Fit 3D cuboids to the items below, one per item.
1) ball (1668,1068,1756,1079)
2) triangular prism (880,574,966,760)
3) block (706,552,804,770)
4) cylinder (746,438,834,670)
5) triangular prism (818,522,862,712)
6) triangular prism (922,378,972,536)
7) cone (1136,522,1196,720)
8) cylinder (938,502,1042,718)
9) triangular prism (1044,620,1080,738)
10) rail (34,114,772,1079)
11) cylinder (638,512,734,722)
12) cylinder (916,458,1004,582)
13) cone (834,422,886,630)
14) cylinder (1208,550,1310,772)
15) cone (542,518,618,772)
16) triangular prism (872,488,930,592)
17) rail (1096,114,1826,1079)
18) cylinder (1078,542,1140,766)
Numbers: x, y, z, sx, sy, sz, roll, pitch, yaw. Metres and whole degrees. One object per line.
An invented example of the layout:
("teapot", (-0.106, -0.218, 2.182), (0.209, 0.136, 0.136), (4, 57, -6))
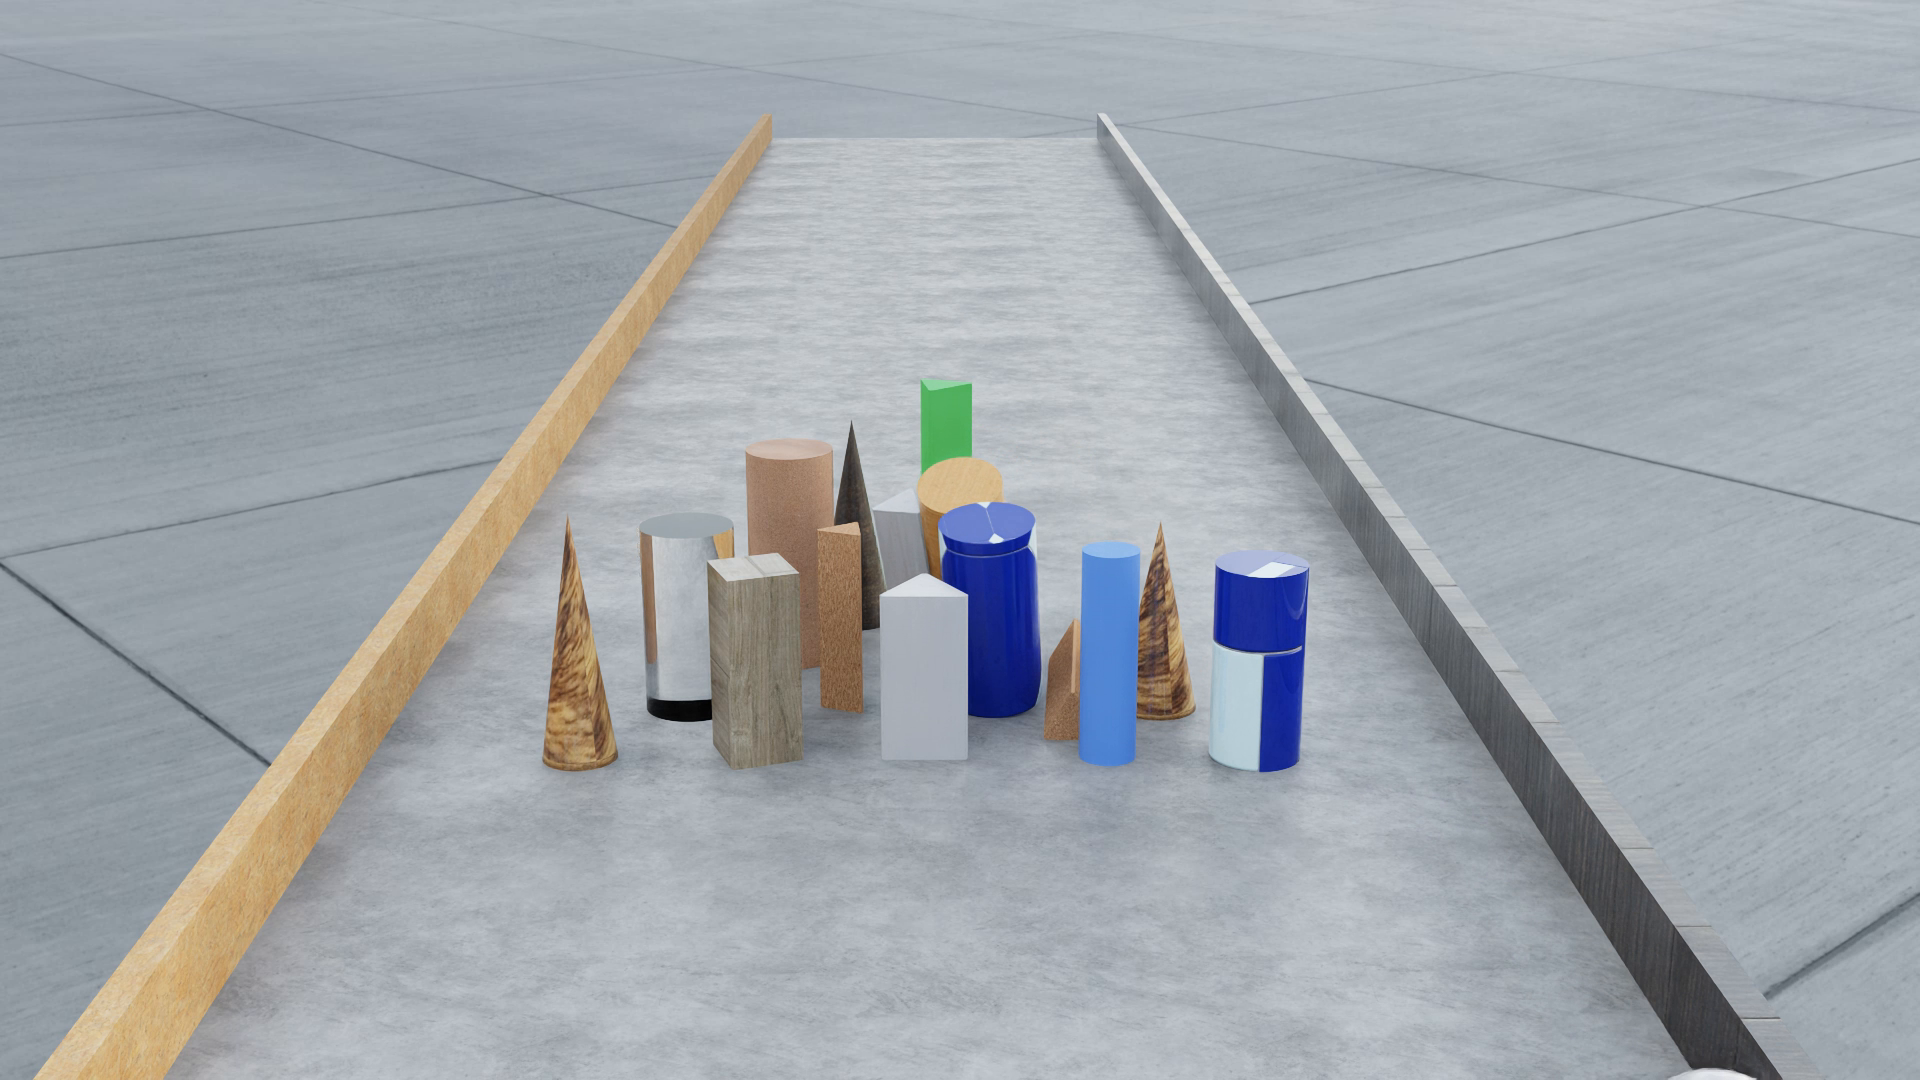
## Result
("ball", (0.868, 0.704, 2.519), (0.194, 0.194, 0.194), (0, 17, 0))
("triangular prism", (-0.063, 0.225, 3.934), (0.151, 0.306, 0.130), (0, 17, 0))
("block", (-0.363, 0.214, 3.896), (0.130, 0.348, 0.130), (-6, 18, -21))
("cylinder", (-0.335, 0.027, 4.381), (0.172, 0.430, 0.172), (0, 17, 0))
("triangular prism", (-0.209, 0.143, 4.133), (0.087, 0.349, 0.076), (7, 18, 23))
("triangular prism", (-0.051, -0.128, 4.865), (0.118, 0.451, 0.102), (-14, 21, -38))
("cone", (0.371, 0.139, 4.116), (0.152, 0.367, 0.152), (0, 17, 0))
("cylinder", (0.058, 0.131, 4.109), (0.179, 0.362, 0.179), (-3, 26, 1))
("triangular prism", (0.218, 0.259, 4.190), (0.104, 0.090, 0.420), (1, 17, 4))
("rail", (-1.118, -0.838, 7.780), (0.050, 0.150, 12.000), (0, 17, -1))
("cylinder", (-0.507, 0.143, 4.121), (0.174, 0.356, 0.174), (0, 17, 0))
("cylinder", (0.019, 0.045, 4.311), (0.164, 0.405, 0.164), (-4, 42, 4))
("cone", (-0.224, -0.042, 4.603), (0.162, 0.435, 0.162), (0, 17, 0))
("cylinder", (0.527, 0.213, 3.884), (0.163, 0.358, 0.163), (0, 17, 0))
("cone", (-0.678, 0.170, 3.860), (0.134, 0.453, 0.134), (0, 17, 0))
("triangular prism", (-0.086, 0.072, 4.335), (0.097, 0.357, 0.084), (5, 34, 21))
("rail", (0.932, -0.844, 7.801), (0.050, 0.150, 12.000), (0, 17, -1))
("cylinder", (0.263, 0.201, 3.877), (0.102, 0.384, 0.102), (0, 17, 0))
